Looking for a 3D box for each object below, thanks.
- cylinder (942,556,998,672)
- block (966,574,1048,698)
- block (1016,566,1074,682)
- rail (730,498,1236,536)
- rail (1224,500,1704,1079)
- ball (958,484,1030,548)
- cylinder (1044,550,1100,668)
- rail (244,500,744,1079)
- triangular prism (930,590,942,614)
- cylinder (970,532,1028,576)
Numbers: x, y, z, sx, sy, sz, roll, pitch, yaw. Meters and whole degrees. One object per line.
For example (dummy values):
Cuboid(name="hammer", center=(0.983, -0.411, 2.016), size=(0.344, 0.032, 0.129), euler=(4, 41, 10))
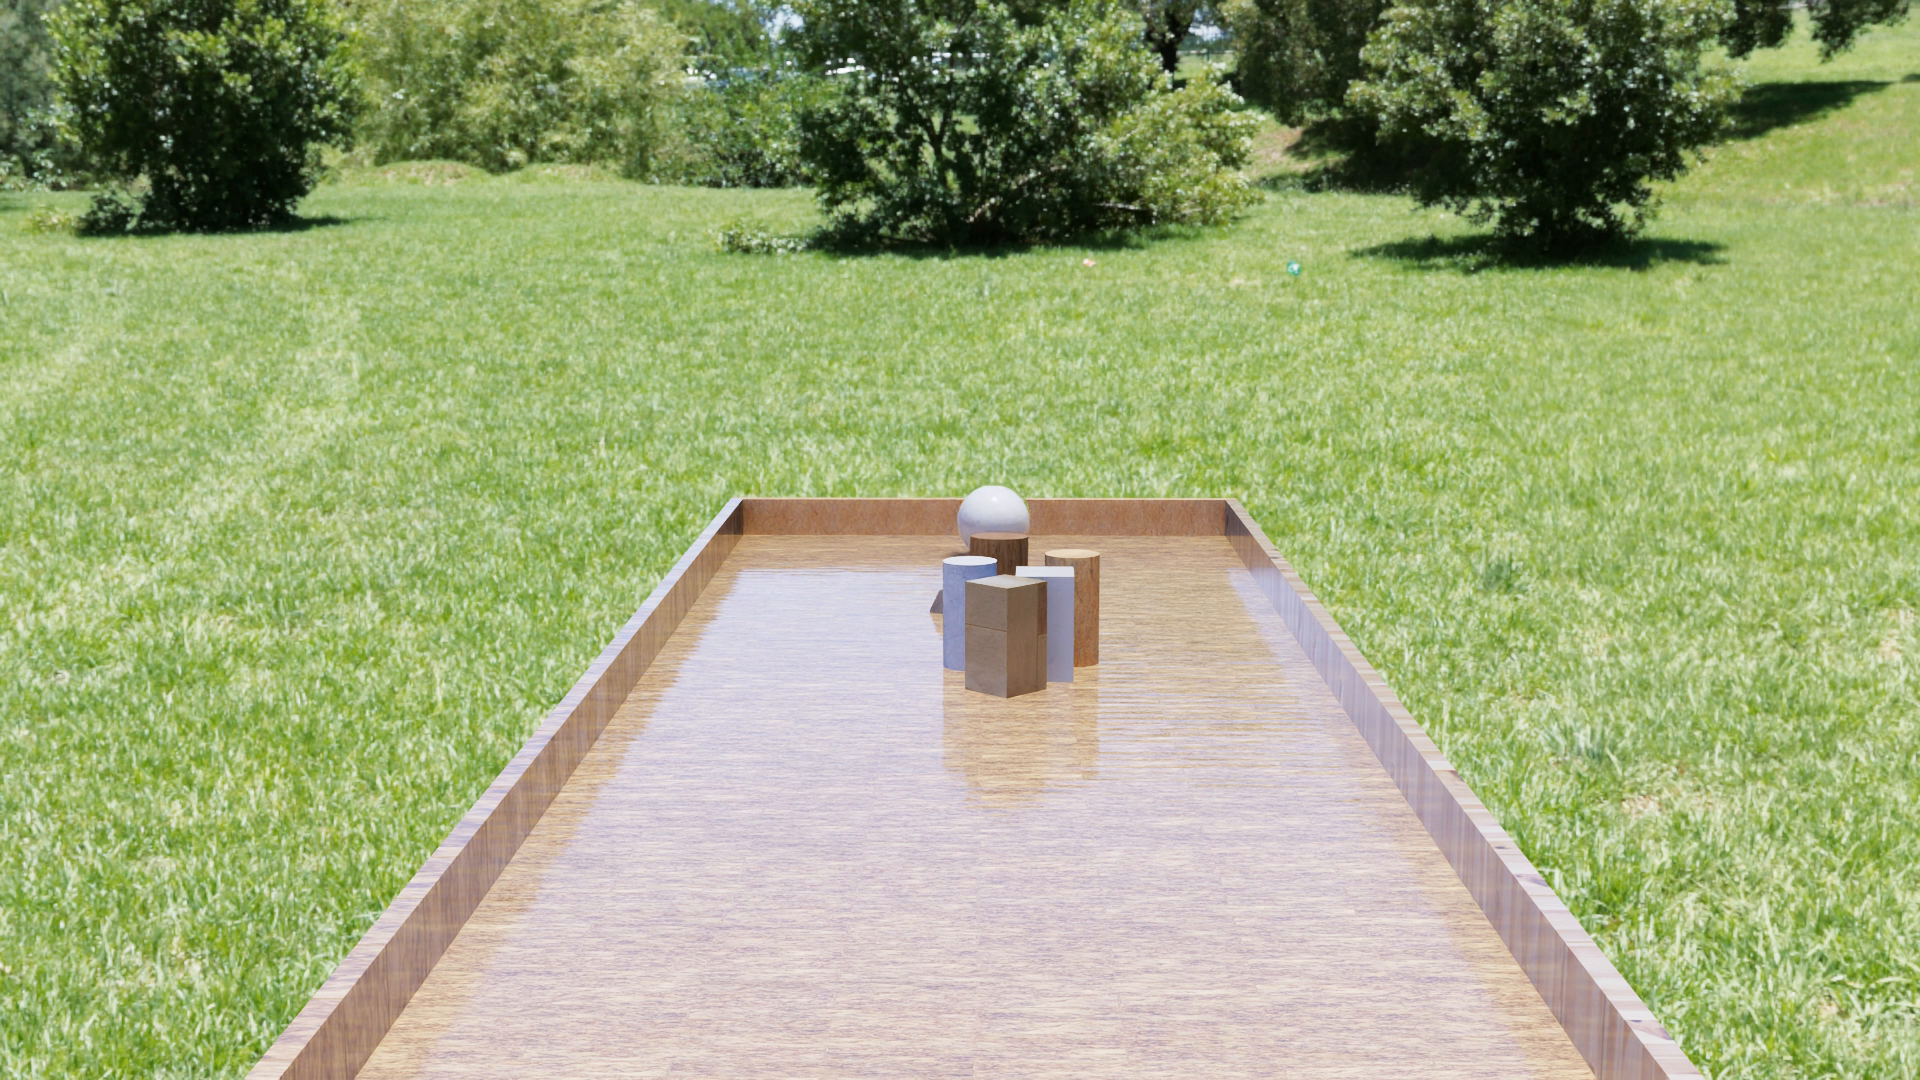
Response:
Cuboid(name="cylinder", center=(0.030, 0.220, 6.595), size=(0.163, 0.321, 0.163), euler=(0, 9, 0))
Cuboid(name="block", center=(0.131, 0.273, 6.283), size=(0.165, 0.315, 0.165), euler=(9, 13, 44))
Cuboid(name="block", center=(0.248, 0.246, 6.459), size=(0.169, 0.312, 0.169), euler=(0, 9, 2))
Cuboid(name="rail", center=(0.099, -0.098, 9.147), size=(2.100, 0.150, 0.050), euler=(0, 9, 1))
Cuboid(name="rail", center=(1.046, 0.843, 3.208), size=(0.050, 0.150, 12.000), euler=(0, 9, 1))
Cuboid(name="ball", center=(0.131, -0.074, 8.569), size=(0.283, 0.283, 0.283), euler=(0, 9, 0))
Cuboid(name="cylinder", center=(0.339, 0.205, 6.652), size=(0.165, 0.333, 0.165), euler=(0, 9, 0))
Cuboid(name="rail", center=(-1.004, 0.839, 3.234), size=(0.050, 0.150, 12.000), euler=(0, 9, 1))
Cuboid(name="triangular prism", center=(0.058, 0.180, 7.599), size=(0.094, 0.082, 0.424), euler=(6, 11, 35))
Cuboid(name="cylinder", center=(0.119, 0.167, 6.784), size=(0.178, 0.361, 0.178), euler=(1, 7, 0))
